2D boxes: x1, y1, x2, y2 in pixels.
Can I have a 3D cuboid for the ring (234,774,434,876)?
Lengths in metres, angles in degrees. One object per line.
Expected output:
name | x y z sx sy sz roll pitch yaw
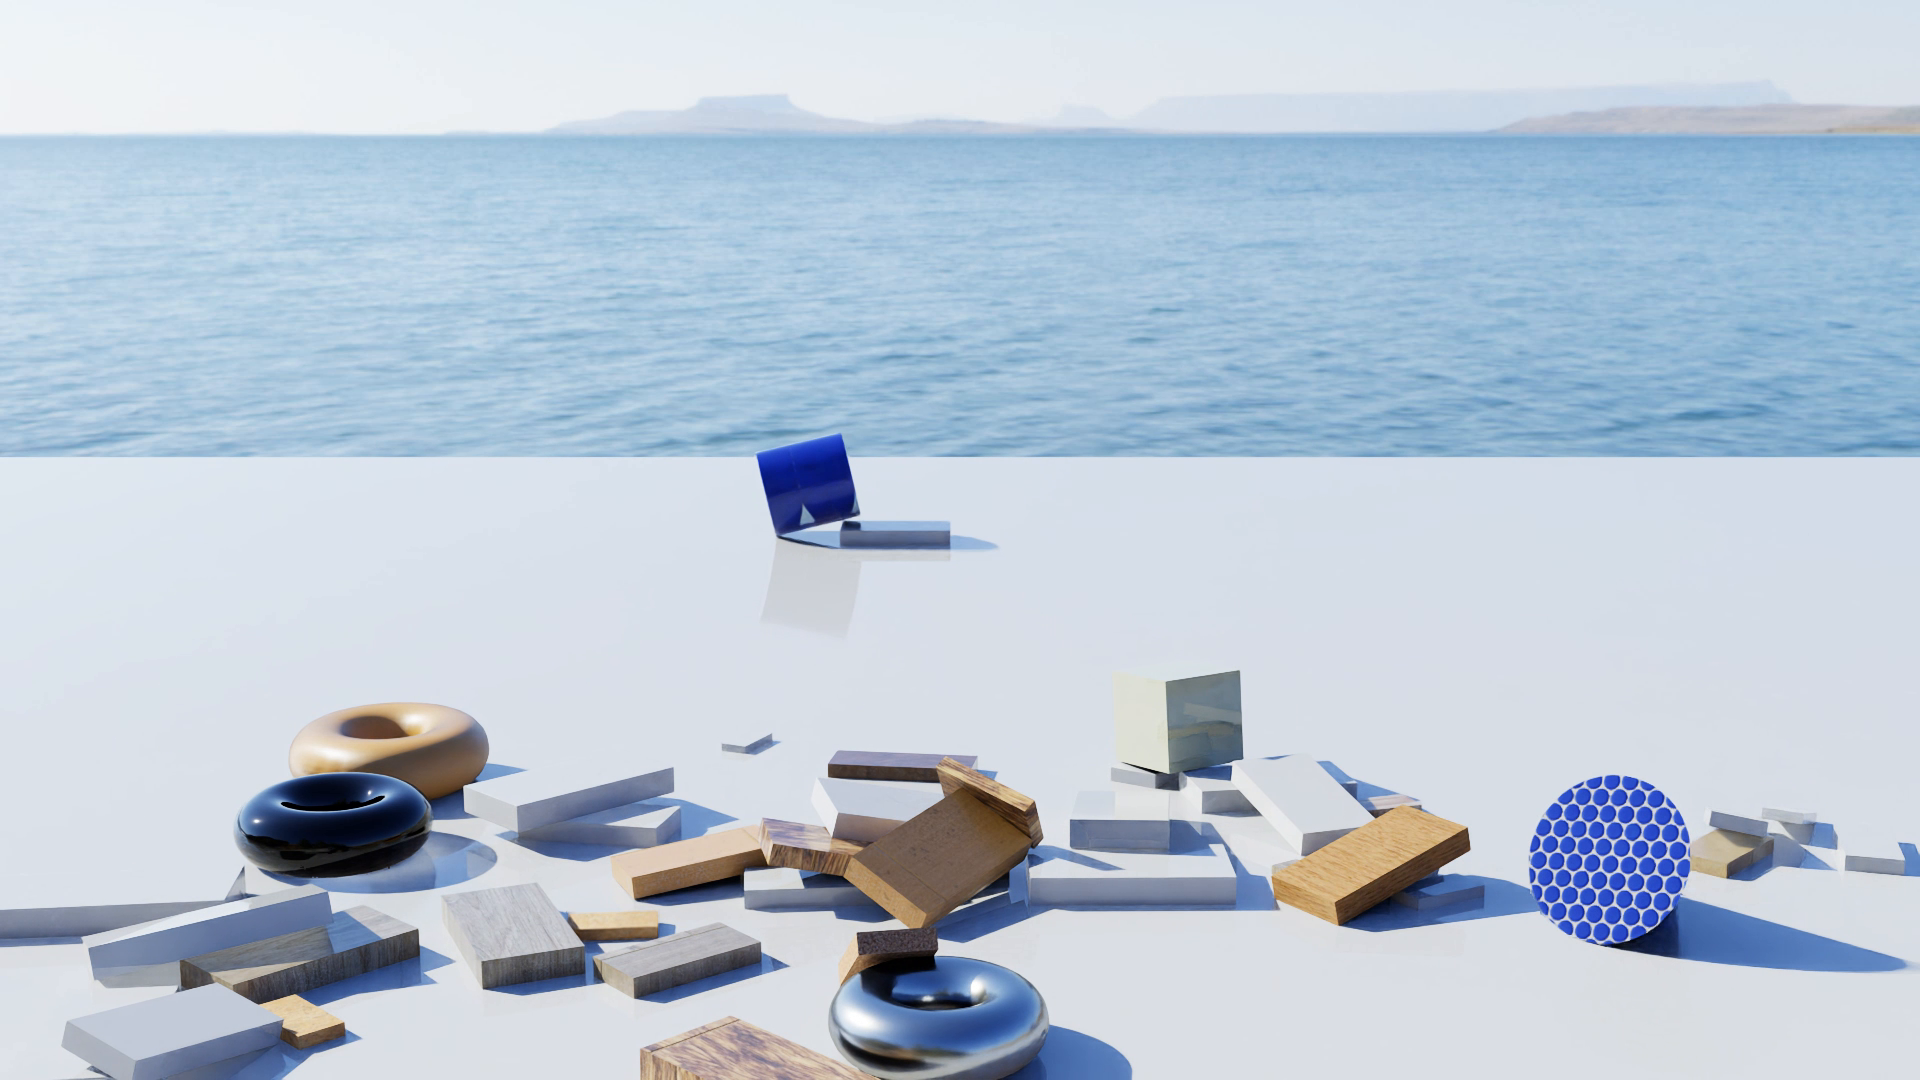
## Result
ring | -1.099 0.498 3.863 0.339 0.113 0.339 1 11 0

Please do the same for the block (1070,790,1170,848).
block | 0.287 0.494 3.906 0.169 0.048 0.338 0 2 5

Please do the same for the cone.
cone | 1.110 0.547 3.567 0.271 0.271 0.271 11 -12 45

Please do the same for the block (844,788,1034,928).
block | -0.032 0.524 3.623 0.158 0.045 0.316 35 32 21

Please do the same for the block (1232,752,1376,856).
block | 0.628 0.479 4.012 0.152 0.043 0.304 -4 20 -16

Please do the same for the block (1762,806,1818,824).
block | 1.506 0.500 3.992 0.071 0.020 0.159 6 -3 30

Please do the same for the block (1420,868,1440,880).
block | 0.778 0.553 3.725 0.100 0.050 0.014 -8 31 -38

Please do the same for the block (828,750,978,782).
block | -0.112 0.449 4.354 0.284 0.028 0.099 2 11 8

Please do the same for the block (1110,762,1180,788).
block | 0.389 0.448 4.359 0.099 0.028 0.197 7 12 32

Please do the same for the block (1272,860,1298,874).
block | 0.590 0.570 3.733 0.058 0.016 0.115 -7 13 -34

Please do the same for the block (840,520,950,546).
block | -0.199 -0.021 6.827 0.338 0.048 0.169 0 11 0

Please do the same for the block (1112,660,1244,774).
block | 0.426 0.344 4.307 0.179 0.179 0.179 -6 6 -30

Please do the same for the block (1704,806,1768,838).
block | 1.379 0.501 3.914 0.095 0.027 0.191 11 -1 16

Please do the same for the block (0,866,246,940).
block | -1.528 0.589 3.540 0.699 0.049 0.172 -1 11 -7

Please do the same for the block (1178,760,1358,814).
block | 0.586 0.470 4.195 0.304 0.043 0.152 -2 11 -10

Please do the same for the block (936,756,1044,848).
block | 0.051 0.449 3.763 0.197 0.099 0.028 23 53 35

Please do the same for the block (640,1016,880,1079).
block | -0.246 0.714 2.877 0.355 0.045 0.158 10 15 43

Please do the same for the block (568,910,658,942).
block | -0.551 0.613 3.492 0.142 0.020 0.071 -1 11 -7

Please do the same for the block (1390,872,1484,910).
block | 0.793 0.583 3.650 0.141 0.020 0.071 -6 12 -28

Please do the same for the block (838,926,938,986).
block | -0.106 0.604 3.185 0.114 0.032 0.228 -2 -22 -11

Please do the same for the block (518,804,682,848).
block | -0.652 0.512 3.987 0.262 0.037 0.131 2 11 12

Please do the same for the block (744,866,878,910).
block | -0.244 0.576 3.658 0.228 0.032 0.114 -1 11 -5

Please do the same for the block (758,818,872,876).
block | -0.199 0.521 3.674 0.262 0.037 0.131 11 9 -15

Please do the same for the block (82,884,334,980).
block | -1.141 0.591 3.334 0.344 0.049 0.172 -11 0 -25

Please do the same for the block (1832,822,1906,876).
block | 1.594 0.541 3.860 0.095 0.027 0.191 3 11 15

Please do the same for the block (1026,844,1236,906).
block | 0.283 0.561 3.692 0.338 0.048 0.169 0 11 -1

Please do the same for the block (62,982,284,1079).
block | -1.060 0.666 2.973 0.131 0.037 0.263 20 9 25

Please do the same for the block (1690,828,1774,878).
block | 1.334 0.545 3.839 0.095 0.027 0.191 10 14 42

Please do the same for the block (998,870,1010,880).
block | 0.024 0.566 3.756 0.113 0.016 0.056 -2 11 -11

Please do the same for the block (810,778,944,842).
block | -0.085 0.480 3.801 0.316 0.045 0.158 10 13 -20

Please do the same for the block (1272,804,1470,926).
block | 0.683 0.536 3.649 0.304 0.043 0.152 -22 20 -29

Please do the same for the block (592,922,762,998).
block | -0.428 0.636 3.335 0.228 0.032 0.114 -9 14 -39

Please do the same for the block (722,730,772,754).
block | -0.441 0.418 4.553 0.056 0.016 0.112 5 12 24

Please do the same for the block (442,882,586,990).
block | -0.699 0.613 3.426 0.156 0.044 0.311 -5 11 -23

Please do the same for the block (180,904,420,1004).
block | -0.996 0.631 3.329 0.156 0.044 0.311 10 14 42

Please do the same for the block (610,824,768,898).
block | -0.447 0.545 3.737 0.263 0.037 0.131 -10 12 -23

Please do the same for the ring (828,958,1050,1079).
ring | -0.029 0.659 3.025 0.305 0.102 0.305 1 10 0

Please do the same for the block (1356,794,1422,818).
block | 0.781 0.500 4.100 0.141 0.020 0.071 -4 11 -19

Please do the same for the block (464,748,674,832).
block | -0.716 0.458 4.043 0.344 0.049 0.172 -10 15 -44

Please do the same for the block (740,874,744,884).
block | -0.302 0.564 3.754 0.142 0.020 0.071 -1 11 -4

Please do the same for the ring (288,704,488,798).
ring | -1.109 0.414 4.278 0.379 0.126 0.379 0 12 0

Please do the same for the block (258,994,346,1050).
block | -0.940 0.682 3.116 0.071 0.020 0.142 -10 15 -44

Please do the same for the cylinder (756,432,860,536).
cylinder | -0.475 -0.175 6.903 0.272 0.272 0.272 -13 12 -3

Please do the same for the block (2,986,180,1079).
block | -1.180 0.691 3.002 0.156 0.044 0.311 -1 11 -7
